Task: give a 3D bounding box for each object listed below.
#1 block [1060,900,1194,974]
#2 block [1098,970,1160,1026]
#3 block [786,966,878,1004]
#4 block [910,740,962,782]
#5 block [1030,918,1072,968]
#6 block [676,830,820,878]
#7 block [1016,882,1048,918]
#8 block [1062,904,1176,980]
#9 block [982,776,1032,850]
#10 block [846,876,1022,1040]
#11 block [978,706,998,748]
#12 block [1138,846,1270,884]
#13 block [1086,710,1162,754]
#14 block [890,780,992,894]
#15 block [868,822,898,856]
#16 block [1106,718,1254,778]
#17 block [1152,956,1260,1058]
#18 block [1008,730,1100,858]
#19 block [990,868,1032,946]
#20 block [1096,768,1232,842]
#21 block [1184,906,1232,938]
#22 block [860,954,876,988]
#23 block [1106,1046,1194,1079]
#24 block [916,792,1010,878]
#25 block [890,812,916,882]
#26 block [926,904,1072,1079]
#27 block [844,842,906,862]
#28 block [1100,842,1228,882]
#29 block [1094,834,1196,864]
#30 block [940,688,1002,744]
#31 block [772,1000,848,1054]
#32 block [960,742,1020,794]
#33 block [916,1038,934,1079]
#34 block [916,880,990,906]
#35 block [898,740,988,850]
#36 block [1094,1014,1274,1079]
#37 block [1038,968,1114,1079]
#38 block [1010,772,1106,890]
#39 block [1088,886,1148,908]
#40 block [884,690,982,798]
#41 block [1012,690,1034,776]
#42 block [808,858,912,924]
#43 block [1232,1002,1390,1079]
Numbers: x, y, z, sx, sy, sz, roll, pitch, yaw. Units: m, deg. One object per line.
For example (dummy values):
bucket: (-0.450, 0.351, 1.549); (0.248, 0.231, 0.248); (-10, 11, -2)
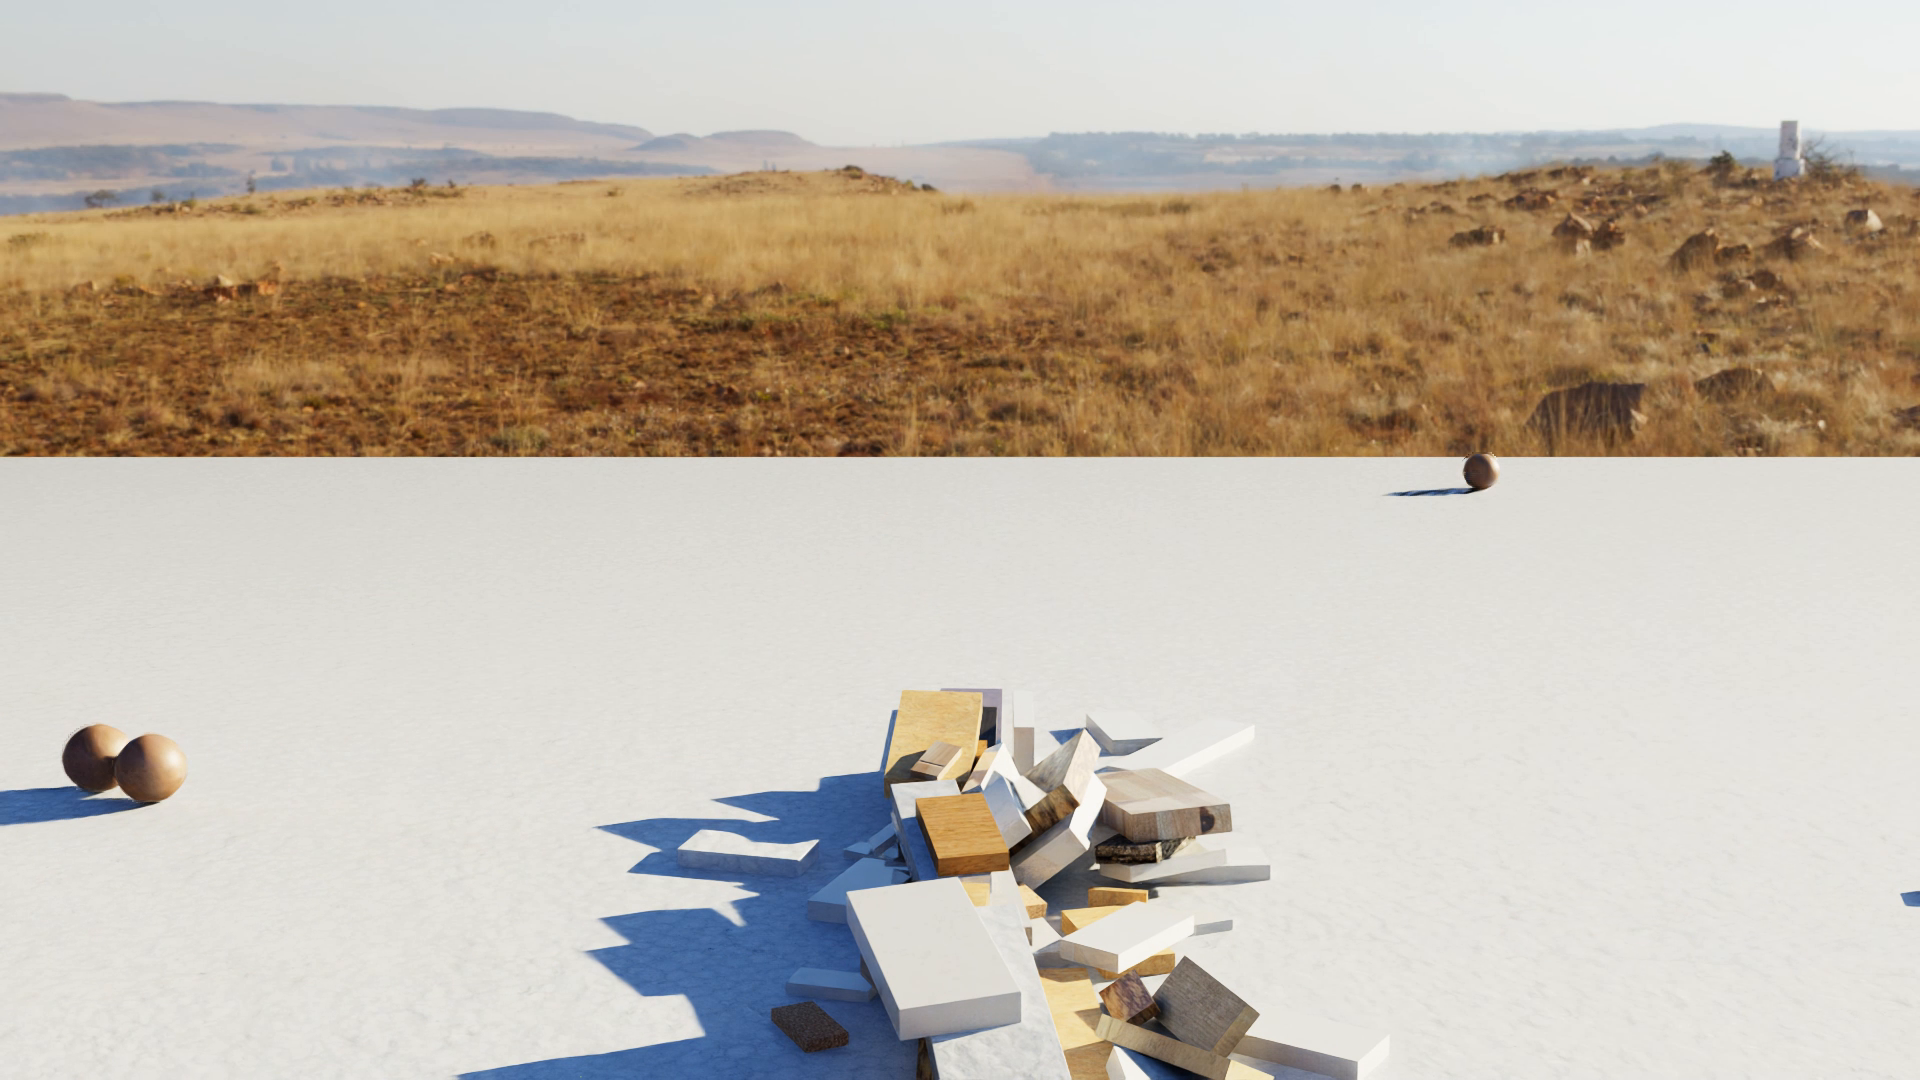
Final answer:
block: (0.256, 0.603, 3.347); (0.105, 0.030, 0.210); (8, 13, 37)
block: (0.242, 0.662, 3.150); (0.063, 0.018, 0.126); (-33, 14, -2)
block: (-0.187, 0.658, 3.253); (0.128, 0.018, 0.064); (3, 11, 16)
block: (-0.042, 0.399, 3.960); (0.053, 0.015, 0.106); (12, 30, 22)
block: (0.109, 0.624, 3.422); (0.082, 0.023, 0.164); (-3, 11, -16)
block: (-0.368, 0.545, 3.827); (0.221, 0.031, 0.111); (3, 11, 15)
block: (0.047, 0.575, 3.484); (0.164, 0.023, 0.082); (0, 18, -31)
block: (0.243, 0.622, 3.411); (0.110, 0.031, 0.220); (-3, 11, -15)
block: (0.054, 0.471, 3.681); (0.105, 0.030, 0.210); (-38, 15, 2)
block: (-0.041, 0.566, 3.004); (0.164, 0.046, 0.328); (-6, 20, -14)
block: (-0.009, 0.415, 4.182); (0.153, 0.043, 0.306); (1, 27, 2)
block: (0.410, 0.557, 3.772); (0.228, 0.027, 0.096); (-1, 11, -4)
block: (0.342, 0.402, 4.599); (0.107, 0.030, 0.213); (-2, 11, -11)
block: (-0.034, 0.478, 3.546); (0.111, 0.031, 0.359); (-3, 18, -9)
block: (-0.110, 0.507, 3.838); (0.106, 0.015, 0.053); (-35, 17, -5)
block: (0.451, 0.429, 4.454); (0.107, 0.030, 0.432); (7, 13, 33)
block: (0.335, 0.657, 3.066); (0.027, 0.096, 0.192); (42, -6, -22)
block: (0.149, 0.441, 3.831); (0.167, 0.047, 0.335); (-39, 3, 14)
block: (0.031, 0.550, 3.428); (0.113, 0.032, 0.304); (-3, 18, -8)
block: (0.330, 0.466, 3.909); (0.167, 0.047, 0.556); (-5, 1, -8)
block: (0.363, 0.611, 3.504); (0.128, 0.018, 0.064); (-4, 11, -22)
block: (-0.052, 0.638, 3.153); (0.110, 0.031, 0.221); (-5, 11, -23)
block: (0.257, 0.718, 2.797); (0.108, 0.031, 0.217); (20, 8, -8)
block: (0.002, 0.465, 3.484); (0.111, 0.031, 0.221); (-4, 19, -10)
block: (-0.054, 0.509, 3.718); (0.093, 0.026, 0.185); (-13, 26, -7)
block: (0.030, 0.628, 2.966); (0.164, 0.046, 0.459); (-3, 19, -7)
block: (-0.146, 0.550, 3.843); (0.106, 0.015, 0.053); (7, 12, 32)
block: (0.340, 0.539, 3.682); (0.192, 0.027, 0.096); (-6, 3, -28)
block: (0.314, 0.510, 3.703); (0.107, 0.030, 0.213); (-5, 1, 24)
block: (0.016, 0.415, 4.503); (0.137, 0.039, 0.745); (0, 11, 1)
block: (-0.213, 0.686, 3.102); (0.064, 0.018, 0.128); (-5, 12, -26)
block: (0.070, 0.467, 3.943); (0.039, 0.137, 0.275); (-24, 6, 13)
block: (-0.002, 0.712, 2.929); (0.110, 0.031, 0.515); (0, 11, 1)
block: (-0.022, 0.572, 3.255); (0.113, 0.032, 0.227); (1, 18, 5)
block: (-0.029, 0.464, 3.992); (0.153, 0.043, 0.306); (0, 27, 1)
block: (0.297, 0.687, 2.926); (0.217, 0.031, 0.108); (10, -15, 43)
block: (0.168, 0.731, 2.828); (0.105, 0.030, 0.887); (-1, 11, -4)
block: (0.155, 0.503, 3.740); (0.167, 0.047, 0.335); (-39, 3, 14)
block: (0.255, 0.588, 3.552); (0.094, 0.047, 0.013); (2, 11, 11)
block: (-0.047, 0.377, 4.066); (0.153, 0.043, 0.306); (2, 27, 5)
block: (0.124, 0.398, 4.327); (0.039, 0.137, 0.275); (0, 11, 1)
block: (-0.153, 0.581, 3.632); (0.113, 0.032, 0.227); (4, 11, 20)
block: (0.470, 0.692, 3.037); (0.217, 0.031, 0.108); (7, 12, 32)
